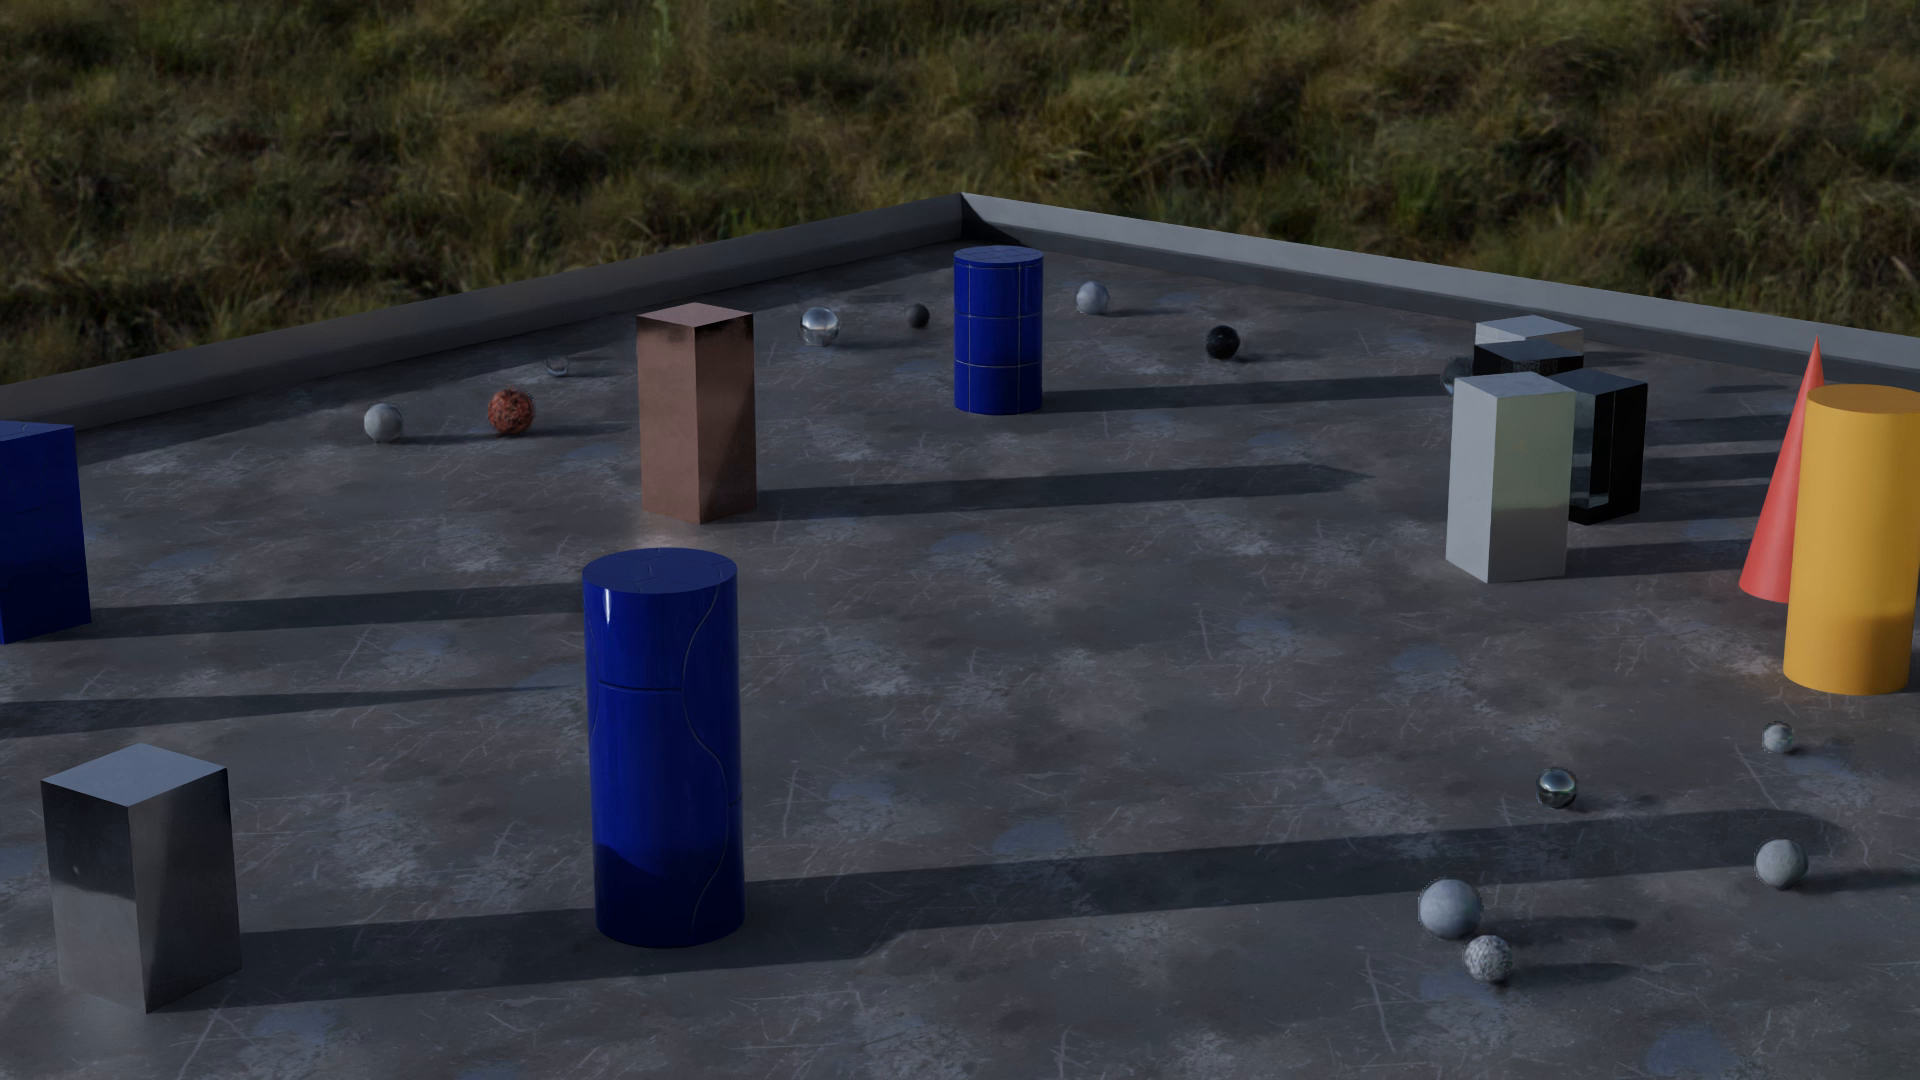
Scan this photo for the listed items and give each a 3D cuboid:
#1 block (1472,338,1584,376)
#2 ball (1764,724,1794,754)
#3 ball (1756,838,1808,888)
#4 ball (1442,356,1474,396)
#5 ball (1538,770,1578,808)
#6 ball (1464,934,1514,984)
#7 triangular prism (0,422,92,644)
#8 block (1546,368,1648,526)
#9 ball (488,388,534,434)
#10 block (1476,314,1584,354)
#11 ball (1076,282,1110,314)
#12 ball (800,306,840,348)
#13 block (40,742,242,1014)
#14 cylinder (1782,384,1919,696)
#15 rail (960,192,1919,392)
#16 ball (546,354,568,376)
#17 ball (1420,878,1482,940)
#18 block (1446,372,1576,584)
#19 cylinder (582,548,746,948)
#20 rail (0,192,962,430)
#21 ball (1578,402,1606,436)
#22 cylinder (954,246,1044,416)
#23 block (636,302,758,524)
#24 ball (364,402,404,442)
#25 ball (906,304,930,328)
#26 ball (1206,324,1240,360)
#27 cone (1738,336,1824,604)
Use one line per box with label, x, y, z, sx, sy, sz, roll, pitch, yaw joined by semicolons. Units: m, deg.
block;1.122;-0.250;5.824;0.156;0.261;0.156;-6;18;-19
ball;1.224;0.297;4.387;0.043;0.043;0.043;0;17;0
ball;1.095;0.431;3.904;0.067;0.067;0.067;0;17;0
ball;1.113;-0.359;6.471;0.096;0.096;0.096;0;17;0
ball;0.851;0.355;4.175;0.056;0.056;0.056;0;17;0
ball;0.654;0.518;3.625;0.060;0.060;0.060;0;17;0
triangular prism;-1.587;-0.023;4.929;0.146;0.343;0.168;16;23;42
block;1.195;-0.180;5.604;0.156;0.254;0.156;-13;21;-37
ball;-0.946;-0.271;6.177;0.097;0.097;0.097;0;17;0
block;1.181;-0.327;6.111;0.156;0.243;0.156;-9;19;-28
ball;0.331;-0.602;7.300;0.083;0.083;0.083;0;17;0
ball;-0.333;-0.505;6.955;0.097;0.097;0.097;0;17;0
block;-1.006;0.413;3.610;0.156;0.269;0.156;11;20;32
cylinder;1.427;-0.002;4.660;0.195;0.458;0.195;0;17;0
rail;1.614;-0.505;6.900;4.311;0.126;0.045;14;22;39
ball;-0.917;-0.398;6.680;0.050;0.050;0.050;0;17;0
ball;0.627;0.472;3.747;0.078;0.078;0.078;0;17;0
block;0.982;-0.113;5.236;0.156;0.339;0.156;-6;18;-18
cylinder;-0.377;0.264;3.751;0.195;0.474;0.195;0;17;0
rail;-1.610;-0.372;6.458;0.045;0.126;4.971;14;22;39
ball;1.324;-0.254;6.170;0.069;0.069;0.069;0;17;0
cylinder;0.084;-0.457;6.384;0.195;0.335;0.195;0;17;0
block;-0.501;-0.243;5.591;0.156;0.382;0.156;14;22;38
ball;-1.201;-0.245;6.113;0.084;0.084;0.084;0;17;0
ball;-0.103;-0.546;7.155;0.059;0.059;0.059;0;17;0
ball;0.612;-0.461;6.835;0.081;0.081;0.081;0;17;0
cone;1.473;-0.135;5.102;0.195;0.459;0.195;0;17;0
